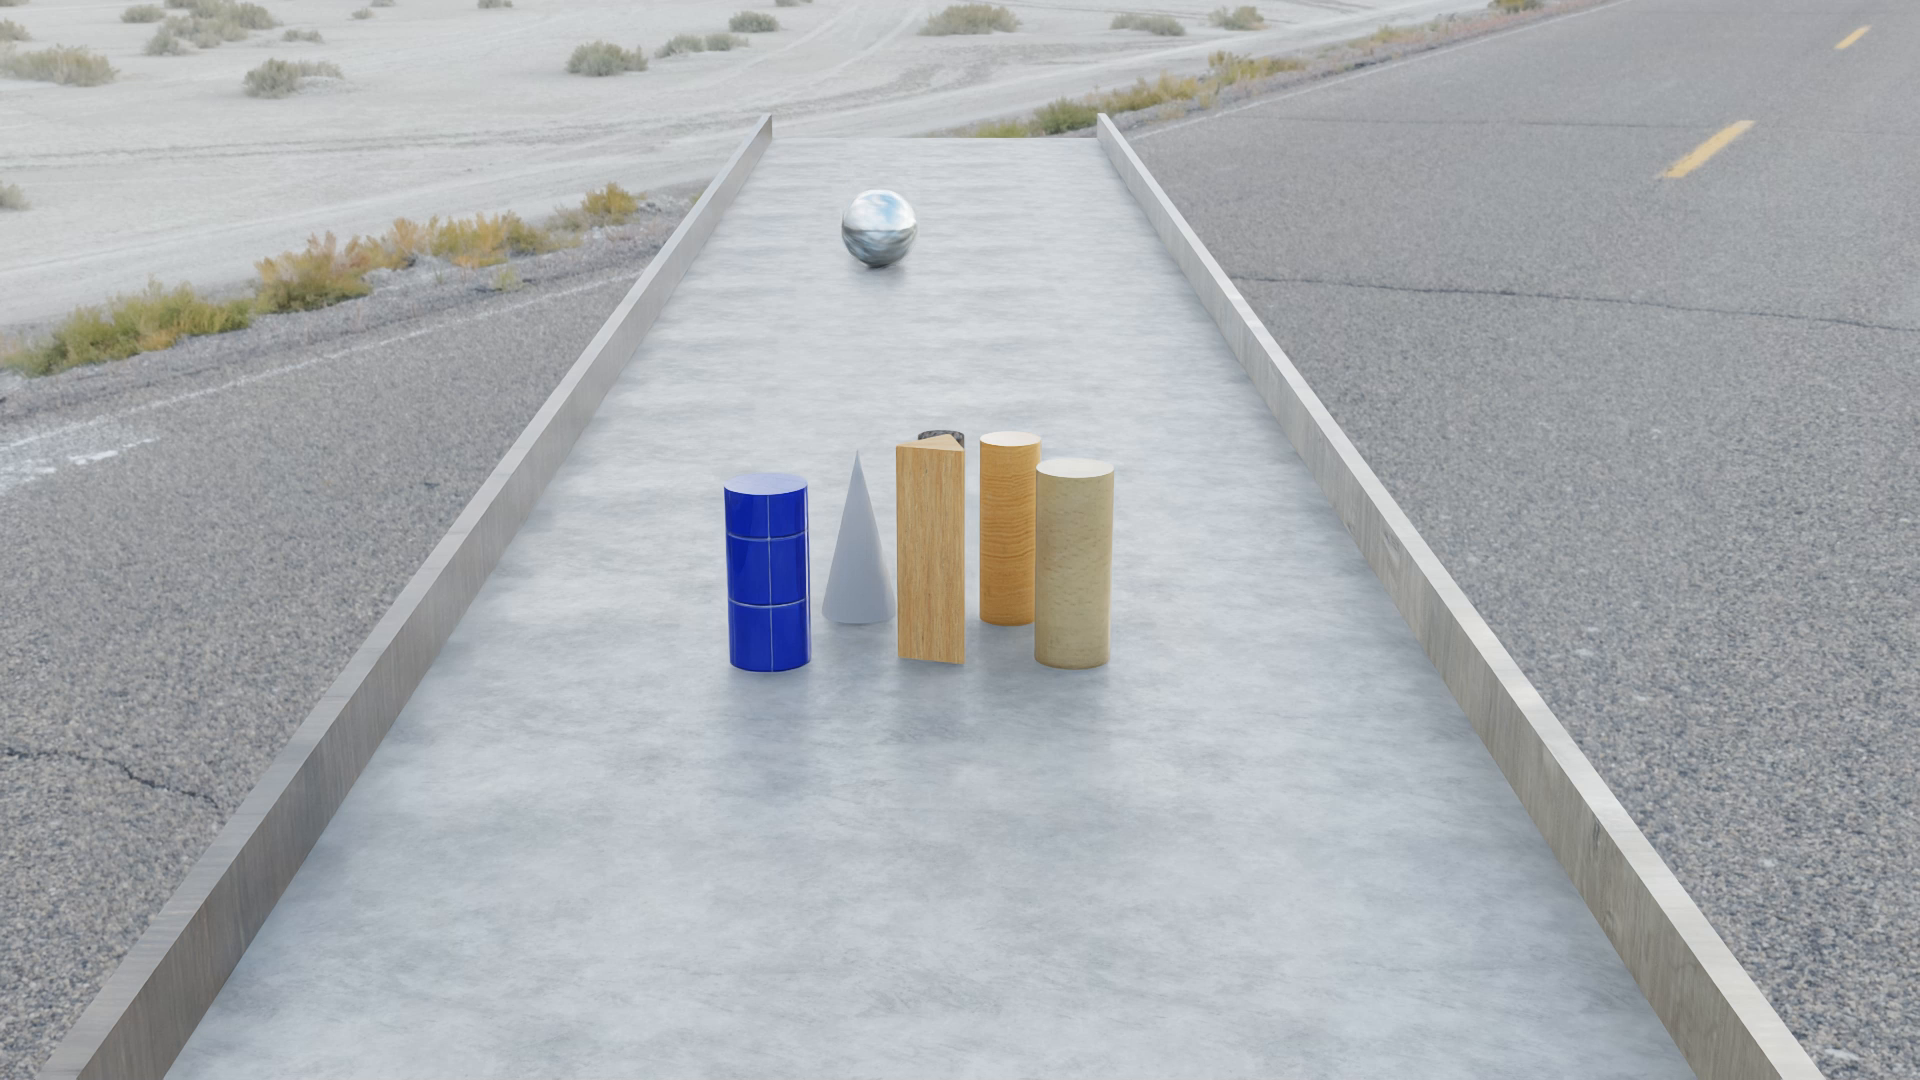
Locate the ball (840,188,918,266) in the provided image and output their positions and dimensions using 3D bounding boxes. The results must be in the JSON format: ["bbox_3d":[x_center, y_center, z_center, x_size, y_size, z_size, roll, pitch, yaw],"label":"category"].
[{"bbox_3d":[-0.330,-1.272,8.956,0.313,0.313,0.313,0,17,0],"label":"ball"}]

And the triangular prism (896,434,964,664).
[{"bbox_3d":[-0.041,0.015,4.409,0.139,0.438,0.120,5,17,17],"label":"triangular prism"}]

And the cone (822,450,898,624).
[{"bbox_3d":[-0.215,-0.020,4.663,0.165,0.359,0.165,0,17,0],"label":"cone"}]

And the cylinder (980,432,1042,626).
[{"bbox_3d":[0.105,-0.024,4.624,0.128,0.389,0.128,0,17,0],"label":"cylinder"}]

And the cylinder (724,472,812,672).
[{"bbox_3d":[-0.381,0.064,4.371,0.165,0.365,0.165,0,17,0],"label":"cylinder"}]

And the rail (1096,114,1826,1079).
[{"bbox_3d":[0.932,-0.844,7.801,0.050,0.150,12.000,0,17,-1],"label":"rail"}]

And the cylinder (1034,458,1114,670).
[{"bbox_3d":[0.226,0.047,4.378,0.153,0.394,0.153,0,17,0],"label":"cylinder"}]

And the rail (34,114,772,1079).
[{"bbox_3d":[-1.118,-0.838,7.780,0.050,0.150,12.000,0,17,-1],"label":"rail"}]

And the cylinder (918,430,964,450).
[{"bbox_3d":[-0.041,-0.071,4.886,0.103,0.331,0.103,0,17,0],"label":"cylinder"}]
